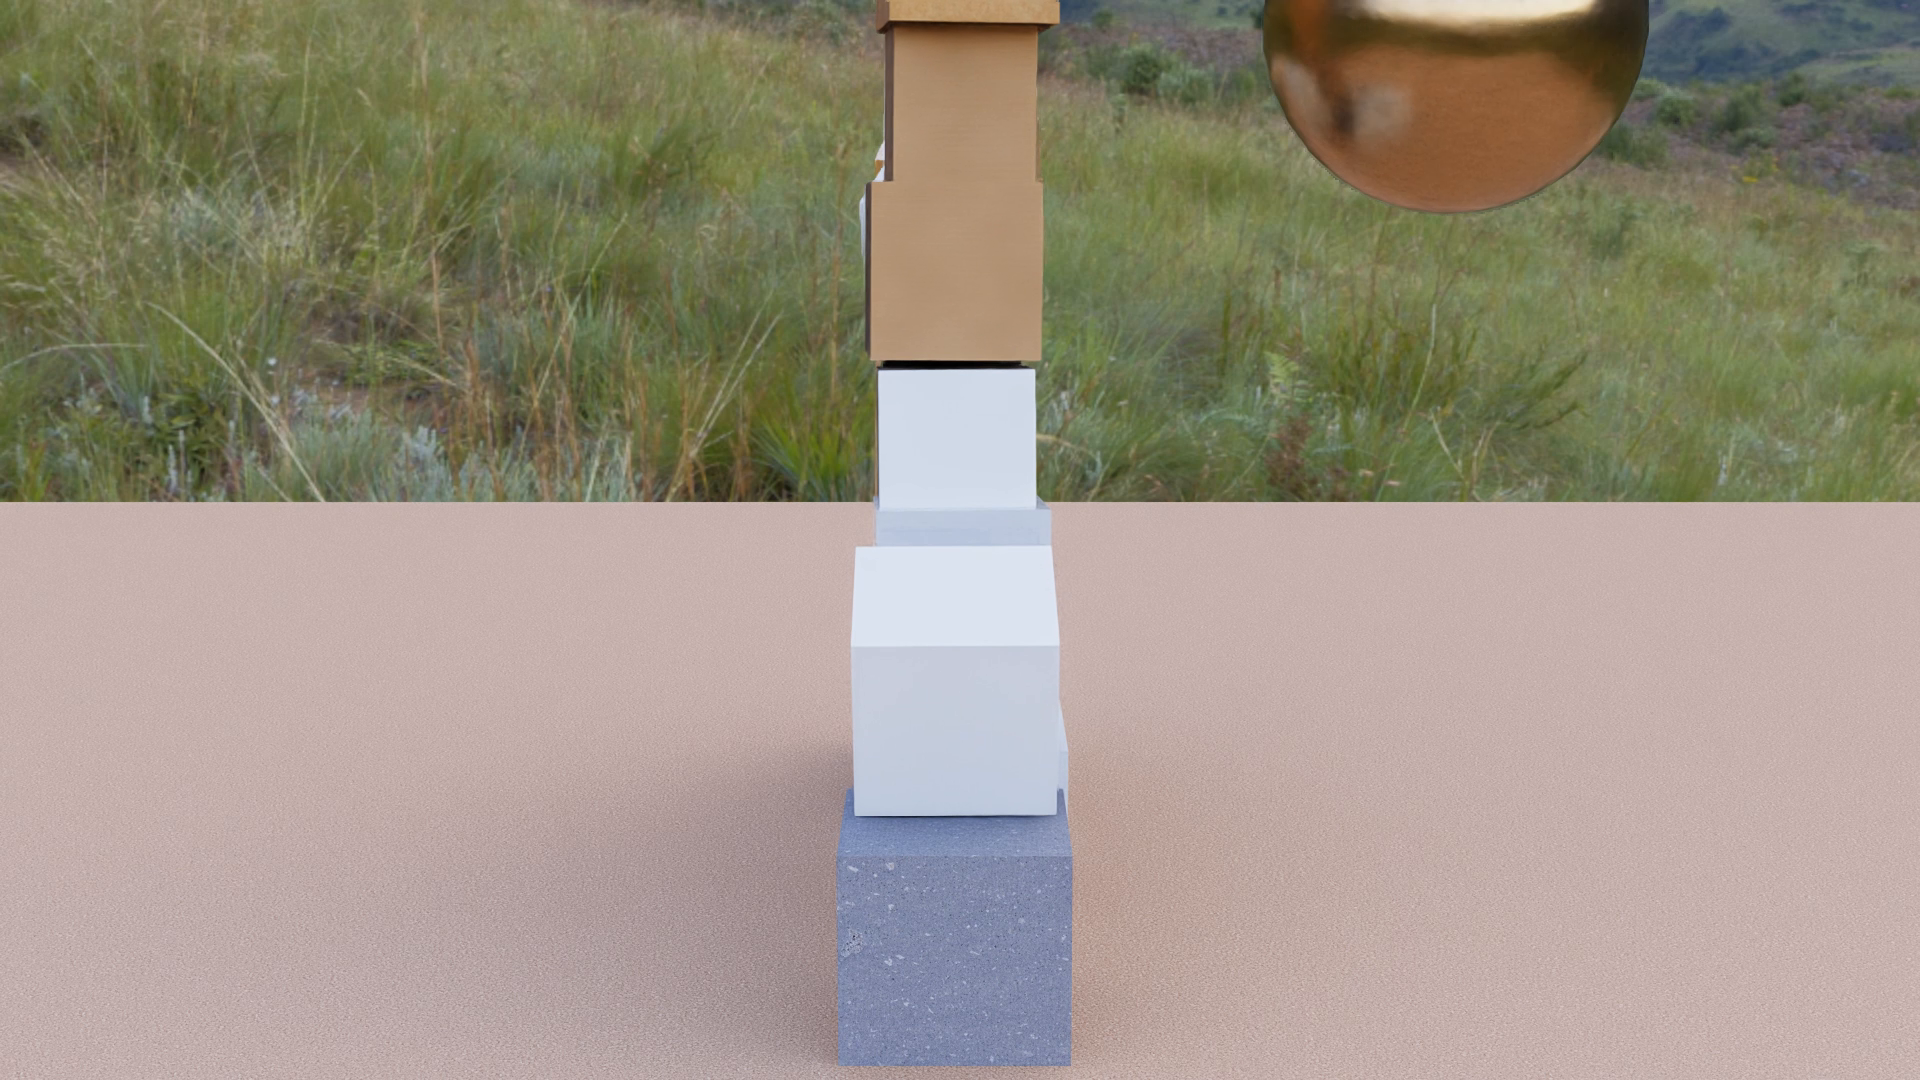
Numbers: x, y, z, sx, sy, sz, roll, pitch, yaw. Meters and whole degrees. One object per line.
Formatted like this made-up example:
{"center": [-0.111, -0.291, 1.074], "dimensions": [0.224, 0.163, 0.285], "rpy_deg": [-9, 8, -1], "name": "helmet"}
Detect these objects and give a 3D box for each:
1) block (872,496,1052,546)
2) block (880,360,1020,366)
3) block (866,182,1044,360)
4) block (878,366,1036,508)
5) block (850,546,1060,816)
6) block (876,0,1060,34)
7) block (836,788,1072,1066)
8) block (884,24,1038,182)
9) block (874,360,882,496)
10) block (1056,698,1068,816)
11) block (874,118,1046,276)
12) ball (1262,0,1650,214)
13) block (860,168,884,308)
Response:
{"center": [-0.001, 0.263, 10.518], "dimensions": [0.691, 0.836, 0.748], "rpy_deg": [-1, 6, -3], "name": "block"}
{"center": [-0.054, -0.464, 11.178], "dimensions": [0.581, 0.610, 0.583], "rpy_deg": [0, -5, -5], "name": "block"}
{"center": [-0.036, -1.121, 10.655], "dimensions": [0.692, 0.712, 0.713], "rpy_deg": [0, 7, -4], "name": "block"}
{"center": [-0.021, -0.430, 10.499], "dimensions": [0.626, 0.546, 0.543], "rpy_deg": [-1, 6, -2], "name": "block"}
{"center": [-0.020, 0.524, 9.661], "dimensions": [0.747, 0.735, 0.734], "rpy_deg": [0, 29, -1], "name": "block"}
{"center": [0.023, -2.414, 10.606], "dimensions": [0.686, 0.590, 0.710], "rpy_deg": [0, 7, -6], "name": "block"}
{"center": [-0.019, 1.423, 9.553], "dimensions": [0.834, 0.782, 0.869], "rpy_deg": [0, 10, 0], "name": "block"}
{"center": [-0.005, -1.815, 10.768], "dimensions": [0.587, 0.639, 0.550], "rpy_deg": [0, 7, -6], "name": "block"}
{"center": [-0.054, -0.435, 11.929], "dimensions": [0.654, 0.677, 0.760], "rpy_deg": [0, -12, 0], "name": "block"}
{"center": [0.007, 1.196, 10.391], "dimensions": [0.820, 0.928, 0.842], "rpy_deg": [0, 10, 0], "name": "block"}
{"center": [0.016, -1.634, 12.809], "dimensions": [0.742, 0.770, 0.609], "rpy_deg": [0, 27, 8], "name": "block"}
{"center": [2.074, -2.176, 10.785], "dimensions": [1.600, 1.600, 1.600], "rpy_deg": [0, 10, 0], "name": "ball"}
{"center": [-0.044, -1.365, 12.072], "dimensions": [0.718, 0.637, 0.660], "rpy_deg": [1, 23, 9], "name": "block"}
